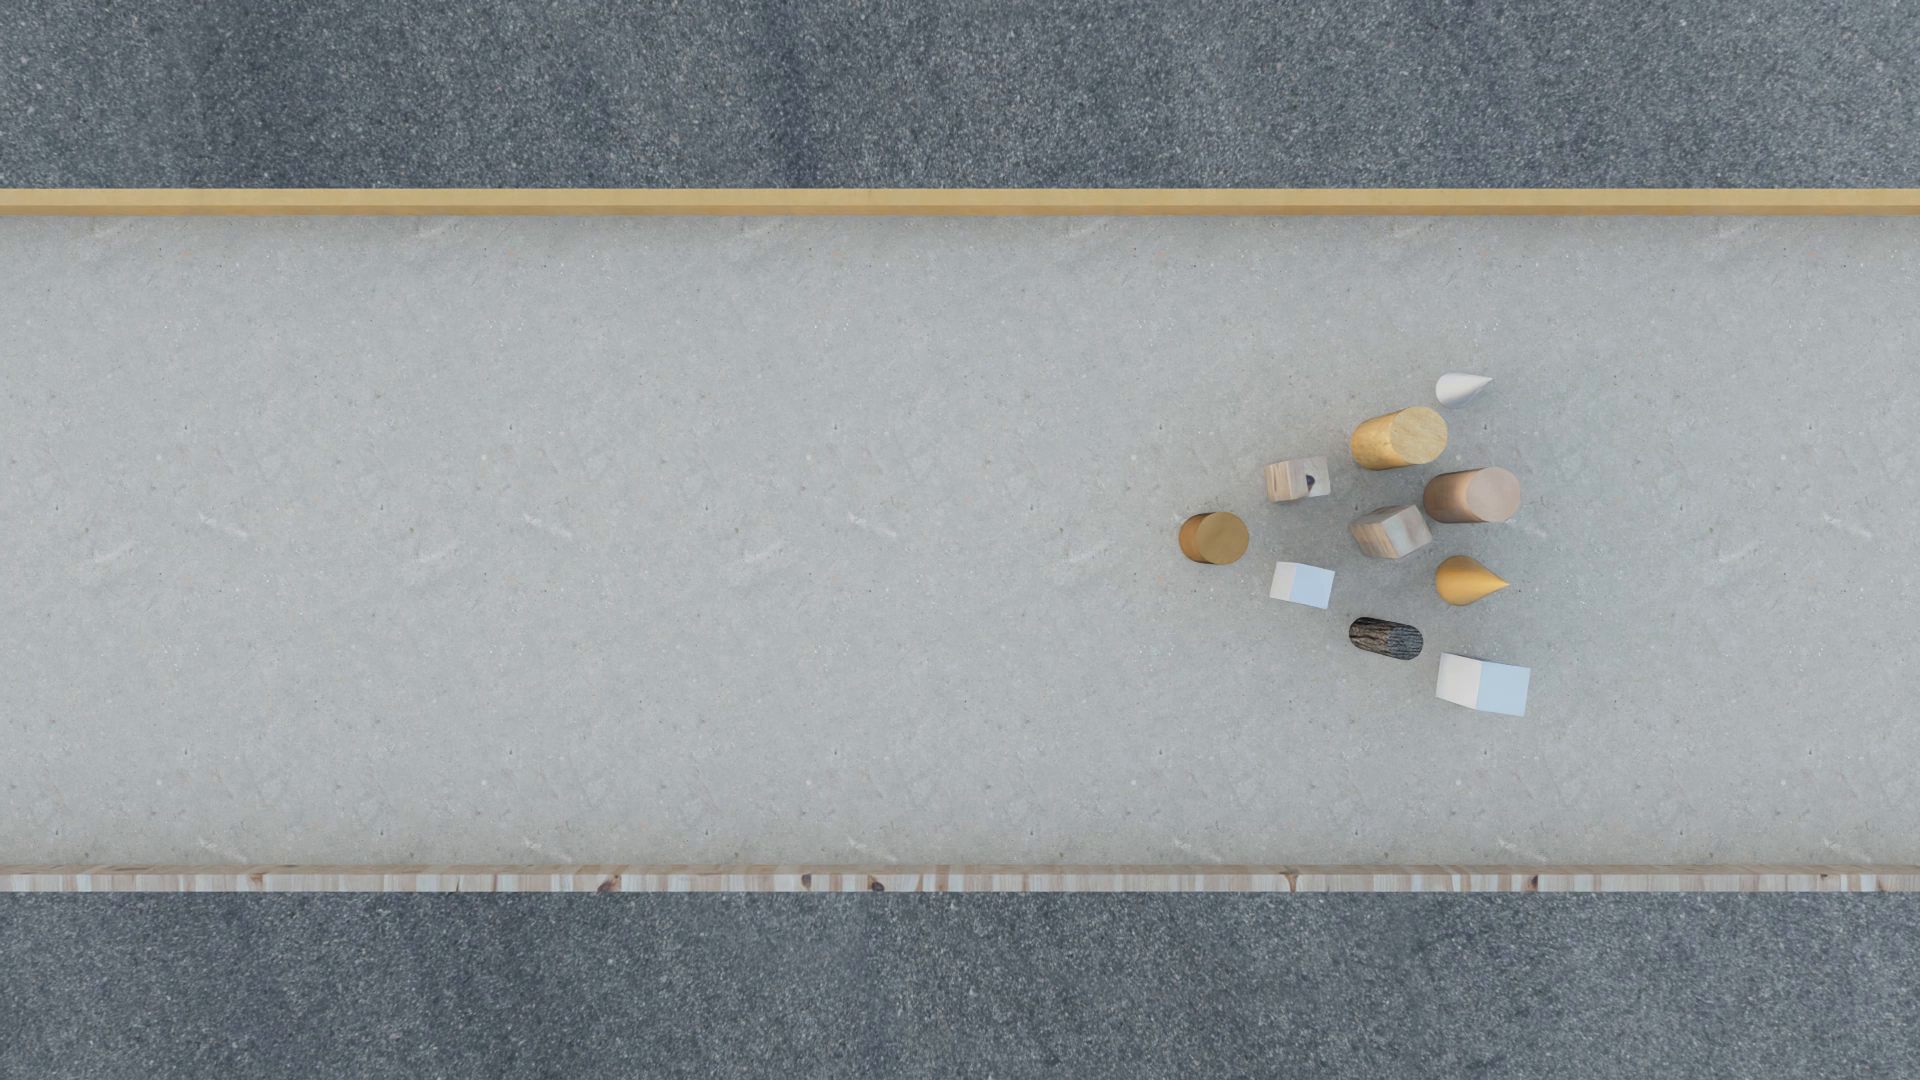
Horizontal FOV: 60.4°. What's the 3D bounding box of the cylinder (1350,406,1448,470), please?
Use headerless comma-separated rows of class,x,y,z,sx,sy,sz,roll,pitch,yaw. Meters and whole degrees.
cylinder,1.284,-0.294,4.848,0.163,0.458,0.163,0,90,0

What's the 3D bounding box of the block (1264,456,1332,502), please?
block,1.000,-0.179,4.900,0.111,0.354,0.111,-8,90,0

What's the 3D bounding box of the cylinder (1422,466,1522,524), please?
cylinder,1.503,-0.128,4.859,0.156,0.434,0.156,0,90,0

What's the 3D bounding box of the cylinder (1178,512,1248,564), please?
cylinder,0.749,-0.005,4.894,0.153,0.366,0.153,0,90,0

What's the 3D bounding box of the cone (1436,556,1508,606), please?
cone,1.541,0.125,4.849,0.157,0.455,0.157,0,90,0

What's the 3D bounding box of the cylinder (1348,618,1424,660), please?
cylinder,1.247,0.287,4.847,0.100,0.460,0.100,0,90,0

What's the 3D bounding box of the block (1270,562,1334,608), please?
block,1.018,0.133,4.925,0.112,0.303,0.112,13,90,0

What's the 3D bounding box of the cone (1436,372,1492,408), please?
cone,1.521,-0.461,4.890,0.113,0.373,0.113,0,90,0

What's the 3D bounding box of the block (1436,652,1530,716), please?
block,1.541,0.423,4.878,0.138,0.397,0.138,8,90,0

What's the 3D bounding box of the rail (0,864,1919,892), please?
rail,-2.247,1.025,5.001,12.000,0.150,0.050,0,90,0

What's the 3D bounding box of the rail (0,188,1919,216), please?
rail,-2.247,-1.025,5.002,12.000,0.150,0.050,0,90,0

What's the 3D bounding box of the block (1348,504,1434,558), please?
block,1.272,-0.025,4.885,0.114,0.383,0.114,-28,90,0
